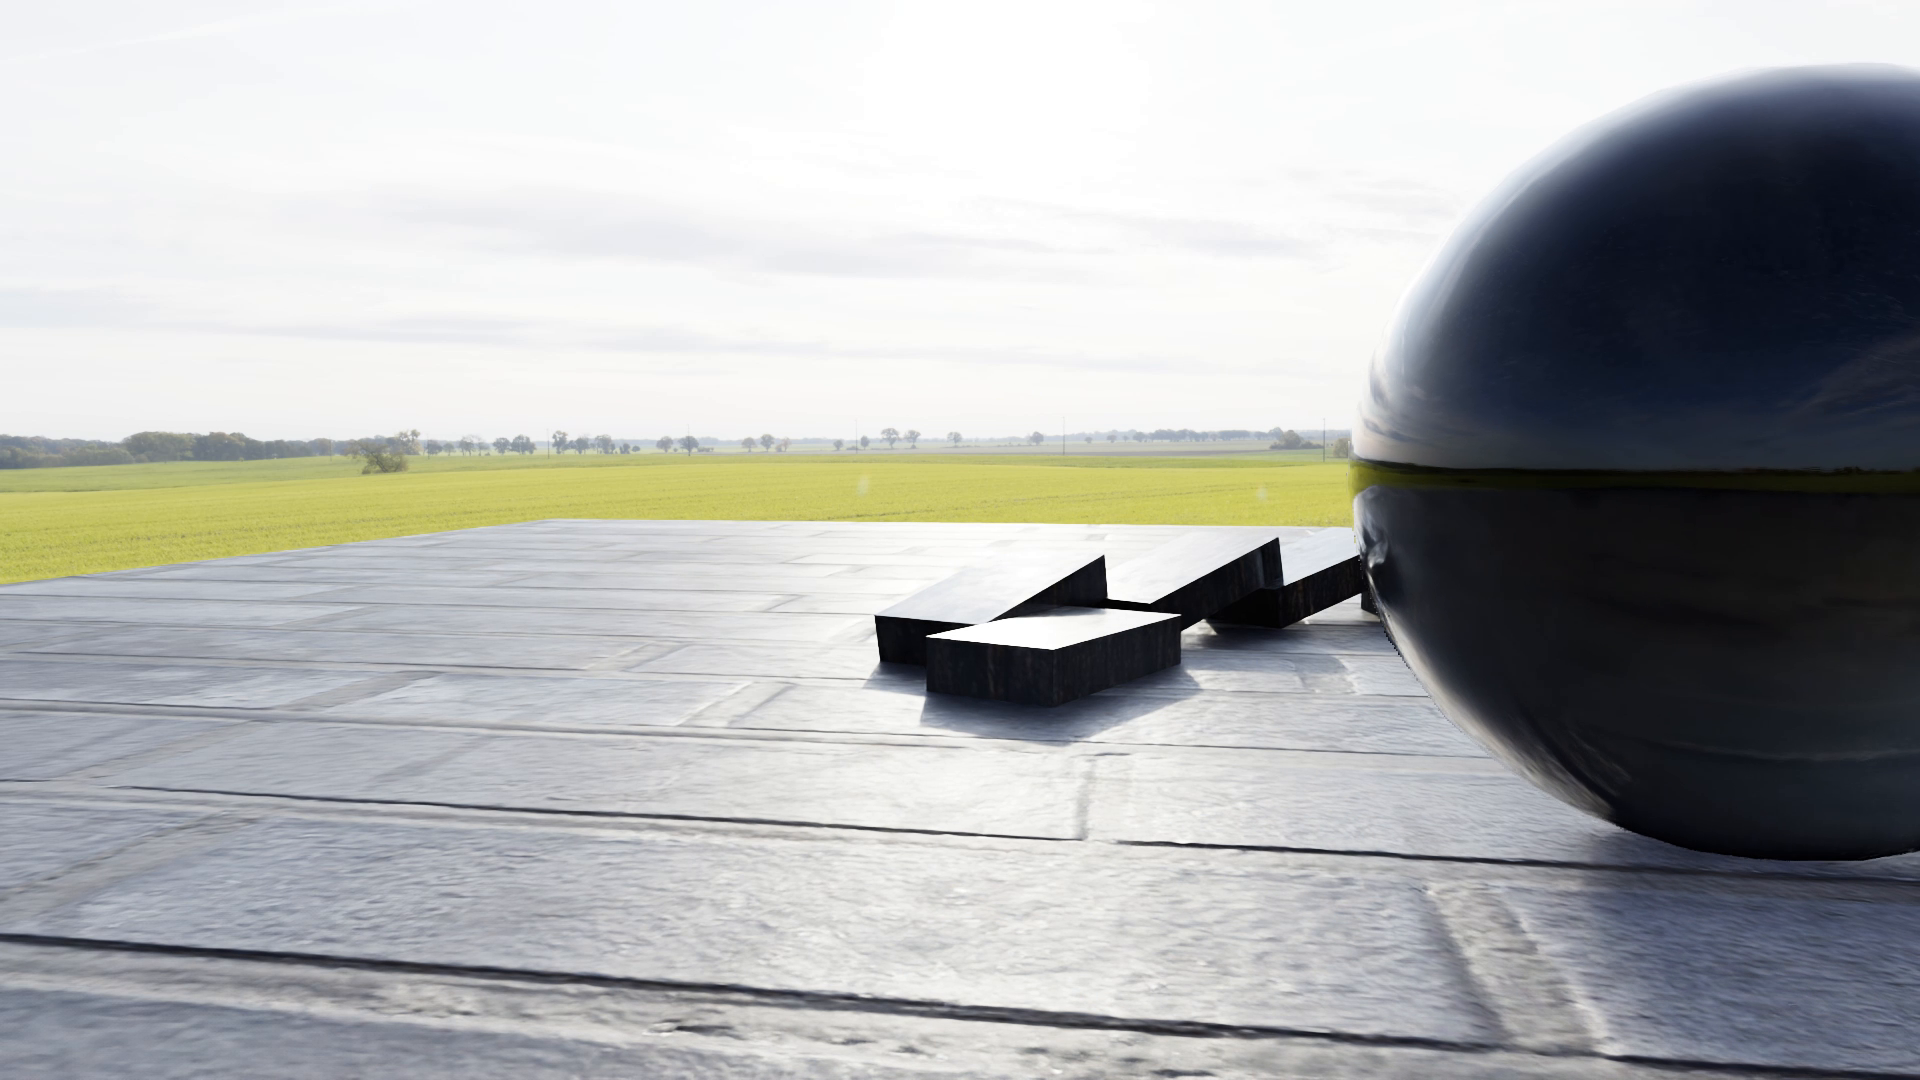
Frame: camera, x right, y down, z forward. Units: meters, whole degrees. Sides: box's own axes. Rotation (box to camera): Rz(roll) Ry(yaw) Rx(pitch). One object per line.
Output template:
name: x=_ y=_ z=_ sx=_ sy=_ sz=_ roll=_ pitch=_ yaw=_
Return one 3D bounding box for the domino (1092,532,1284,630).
domino: x=0.049 y=0.010 z=0.295 sx=0.050 sy=0.010 sz=0.025 roll=-22 pitch=18 yaw=-41

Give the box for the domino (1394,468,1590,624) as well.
domino: x=0.134 y=0.000 z=0.319 sx=0.025 sy=0.009 sz=0.050 roll=-4 pitch=37 yaw=-20

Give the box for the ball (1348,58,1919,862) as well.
ball: x=0.082 y=-0.008 z=0.134 sx=0.080 sy=0.080 sz=0.080 roll=0 pitch=4 yaw=0

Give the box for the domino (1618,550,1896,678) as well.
domino: x=0.159 y=0.014 z=0.257 sx=0.025 sy=0.010 sz=0.050 roll=0 pitch=16 yaw=-6

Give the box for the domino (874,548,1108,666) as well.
domino: x=0.008 y=0.013 z=0.264 sx=0.025 sy=0.009 sz=0.050 roll=3 pitch=16 yaw=33

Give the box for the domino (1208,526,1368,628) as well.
domino: x=0.086 y=0.008 z=0.317 sx=0.050 sy=0.009 sz=0.025 roll=-18 pitch=13 yaw=-32

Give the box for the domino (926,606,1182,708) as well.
domino: x=0.019 y=0.020 z=0.235 sx=0.025 sy=0.009 sz=0.050 roll=3 pitch=5 yaw=34

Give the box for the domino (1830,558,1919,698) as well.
domino: x=0.169 y=0.016 z=0.215 sx=0.025 sy=0.009 sz=0.050 roll=7 pitch=17 yaw=17

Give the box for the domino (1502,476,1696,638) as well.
domino: x=0.152 y=0.003 z=0.302 sx=0.025 sy=0.010 sz=0.050 roll=-1 pitch=36 yaw=-9

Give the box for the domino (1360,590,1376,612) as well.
domino: x=0.131 y=0.013 z=0.326 sx=0.050 sy=0.010 sz=0.025 roll=-1 pitch=4 yaw=-17
